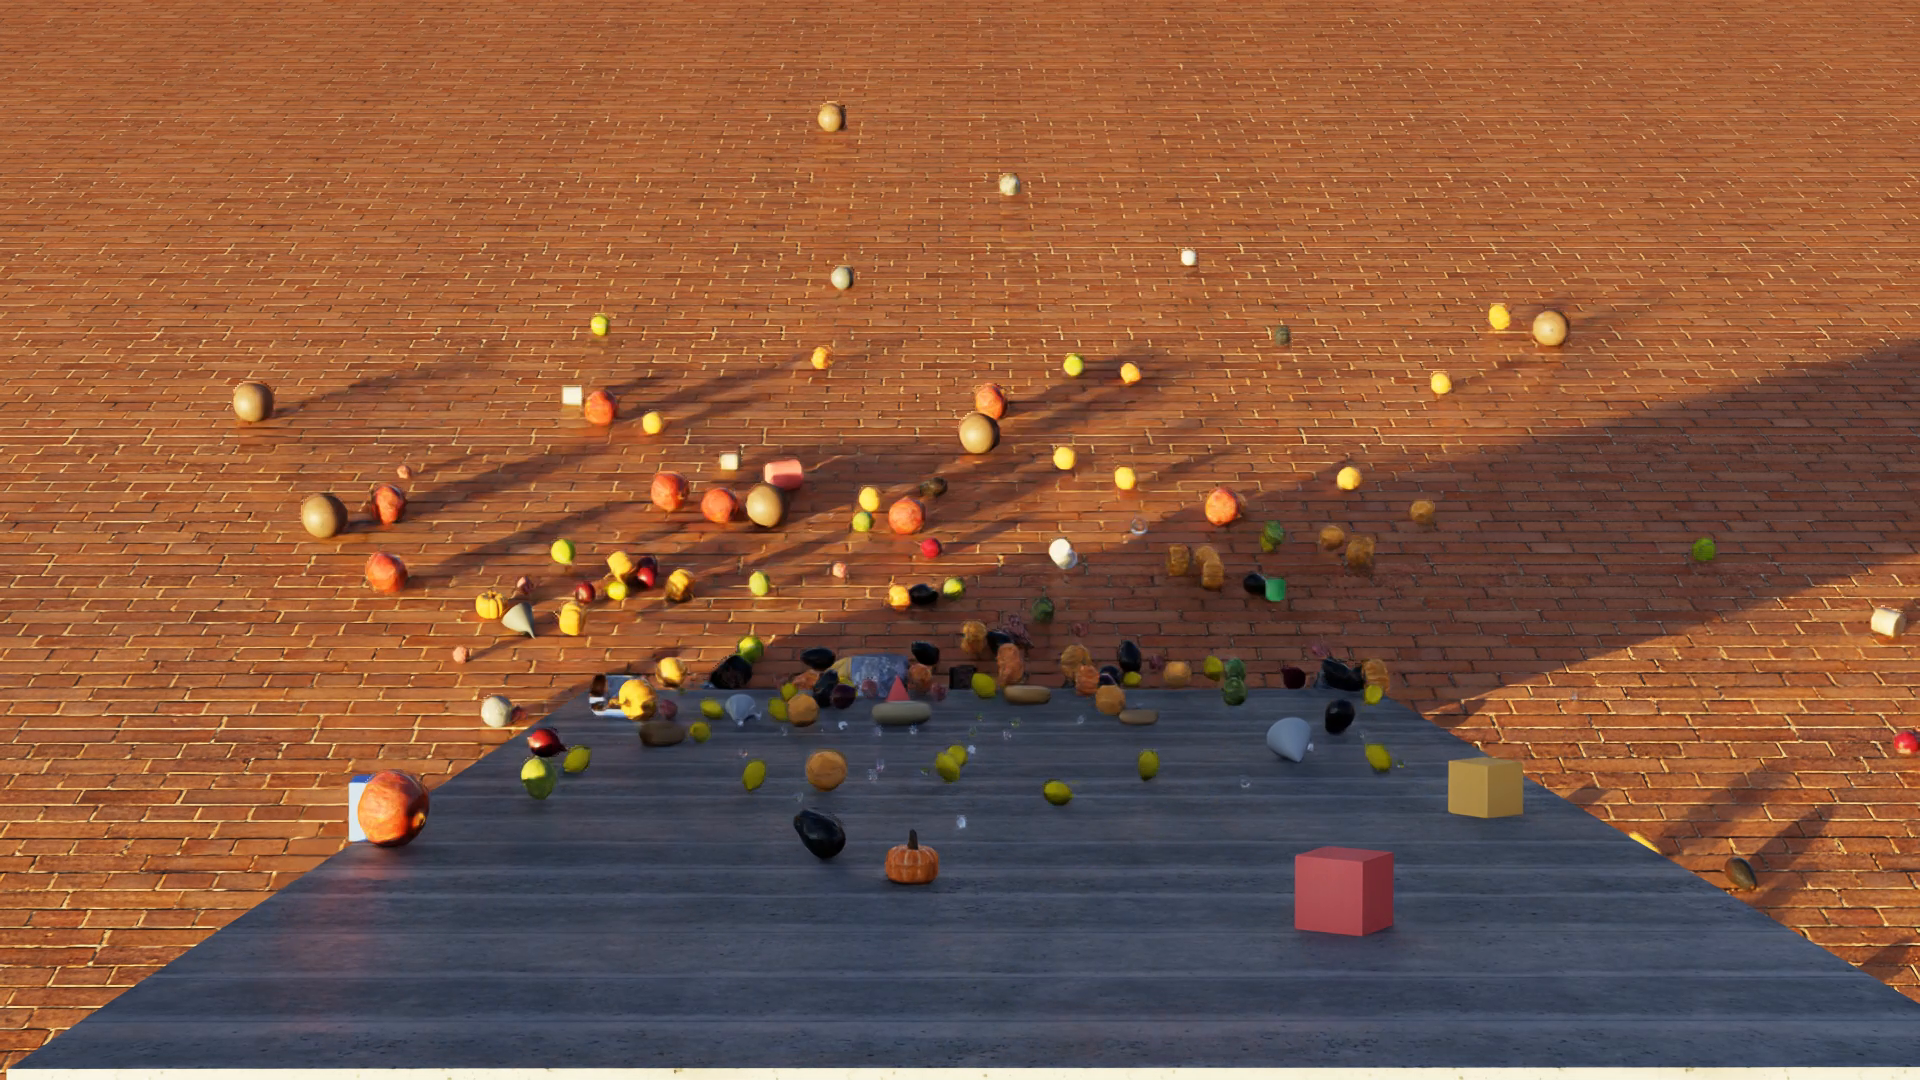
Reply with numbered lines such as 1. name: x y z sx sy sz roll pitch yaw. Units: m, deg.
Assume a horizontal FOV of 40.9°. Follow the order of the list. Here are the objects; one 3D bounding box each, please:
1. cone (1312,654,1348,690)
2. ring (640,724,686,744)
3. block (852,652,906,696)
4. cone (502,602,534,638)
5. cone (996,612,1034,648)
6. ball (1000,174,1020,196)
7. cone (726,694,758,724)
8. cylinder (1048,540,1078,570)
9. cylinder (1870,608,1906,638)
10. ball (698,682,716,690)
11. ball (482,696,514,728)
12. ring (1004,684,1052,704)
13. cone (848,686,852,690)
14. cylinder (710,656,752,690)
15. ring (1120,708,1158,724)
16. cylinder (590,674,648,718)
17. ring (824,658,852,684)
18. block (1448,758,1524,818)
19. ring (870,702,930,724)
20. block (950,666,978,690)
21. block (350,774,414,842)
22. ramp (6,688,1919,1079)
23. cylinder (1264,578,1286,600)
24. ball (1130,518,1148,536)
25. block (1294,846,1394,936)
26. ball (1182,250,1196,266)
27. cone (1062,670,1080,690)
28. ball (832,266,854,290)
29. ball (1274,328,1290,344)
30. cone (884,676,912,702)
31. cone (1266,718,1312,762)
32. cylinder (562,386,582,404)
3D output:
1. cone: 0.942 0.331 6.558 0.095 0.095 0.095 0 0 0
2. ring: -0.620 0.404 5.374 0.098 0.033 0.098 4 5 0
3. block: -0.202 0.335 6.409 0.098 0.098 0.098 2 3 42
4. cone: -1.185 0.237 7.037 0.093 0.093 0.093 -20 57 -37
5. cone: 0.165 0.263 6.977 0.099 0.099 0.099 39 38 15
6. ball: 0.211 -1.493 10.843 0.088 0.088 0.088 0 24 0
7. cone: -0.492 0.392 5.739 0.072 0.072 0.072 2 29 4
8. cylinder: 0.295 0.043 7.343 0.063 0.063 0.063 -17 48 19
9. cylinder: 2.533 0.225 7.030 0.065 0.065 0.065 -20 30 -38
10. ball: -0.655 0.393 6.679 0.050 0.050 0.050 0 24 0
11. ball: -1.174 0.436 6.542 0.081 0.081 0.081 0 24 0
12. ring: 0.161 0.372 6.208 0.117 0.039 0.117 1 2 0
13. cone: -0.244 0.361 6.675 0.090 0.090 0.090 2 39 -1
14. cylinder: -0.597 0.357 6.718 0.083 0.083 0.083 8 25 17
15. ring: 0.399 0.394 5.733 0.088 0.029 0.088 -1 2 0
16. cylinder: -0.769 0.352 5.806 0.096 0.096 0.096 5 18 -34
17. ring: -0.315 0.344 6.764 0.100 0.033 0.100 -31 14 8
18. block: 0.882 0.415 4.321 0.087 0.087 0.087 -2 3 -36
19. ring: -0.133 0.385 5.757 0.134 0.045 0.134 0 1 0
20. block: 0.009 0.355 6.602 0.060 0.060 0.060 -2 -6 12
21. block: -0.914 0.423 4.072 0.091 0.091 0.091 0 2 -9
22. ramp: 0.055 0.501 4.547 2.000 0.100 4.000 0 2 0
23. cylinder: 0.883 0.139 7.218 0.057 0.057 0.057 -1 4 0
24. ball: 0.531 -0.040 7.644 0.050 0.050 0.050 0 24 0
25. block: 0.492 0.448 3.297 0.094 0.094 0.094 1 2 34
26. ball: 0.888 -1.094 9.986 0.060 0.060 0.060 0 24 0
27. cone: 0.290 0.365 6.741 0.051 0.051 0.051 0 24 0
28. ball: -0.442 -0.988 9.718 0.086 0.086 0.086 0 24 0
29. ball: 1.145 -0.726 9.164 0.060 0.060 0.060 0 24 0
30. cone: -0.147 0.357 6.118 0.075 0.075 0.075 0 2 0
31. cone: 0.656 0.412 5.053 0.092 0.092 0.092 -3 30 -6
32. cylinder: -1.295 -0.483 8.613 0.060 0.060 0.060 1 24 -3
